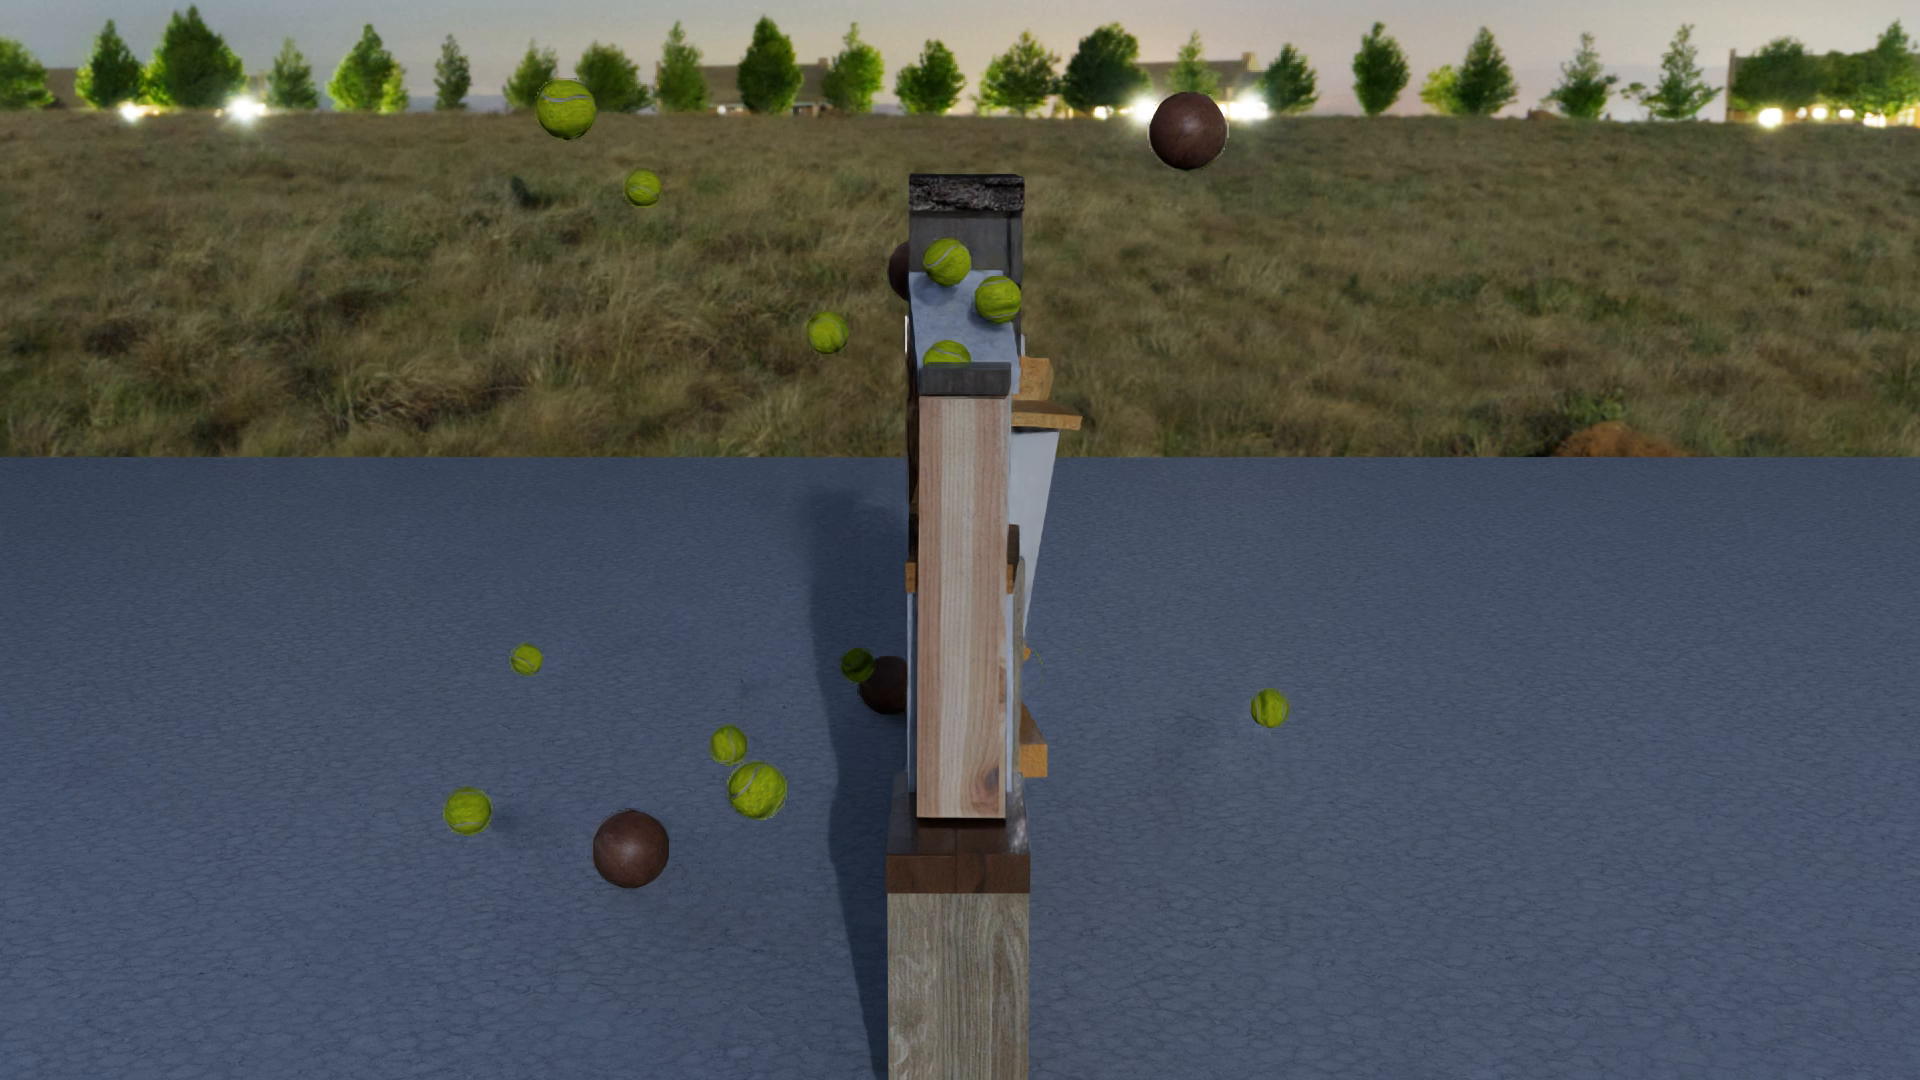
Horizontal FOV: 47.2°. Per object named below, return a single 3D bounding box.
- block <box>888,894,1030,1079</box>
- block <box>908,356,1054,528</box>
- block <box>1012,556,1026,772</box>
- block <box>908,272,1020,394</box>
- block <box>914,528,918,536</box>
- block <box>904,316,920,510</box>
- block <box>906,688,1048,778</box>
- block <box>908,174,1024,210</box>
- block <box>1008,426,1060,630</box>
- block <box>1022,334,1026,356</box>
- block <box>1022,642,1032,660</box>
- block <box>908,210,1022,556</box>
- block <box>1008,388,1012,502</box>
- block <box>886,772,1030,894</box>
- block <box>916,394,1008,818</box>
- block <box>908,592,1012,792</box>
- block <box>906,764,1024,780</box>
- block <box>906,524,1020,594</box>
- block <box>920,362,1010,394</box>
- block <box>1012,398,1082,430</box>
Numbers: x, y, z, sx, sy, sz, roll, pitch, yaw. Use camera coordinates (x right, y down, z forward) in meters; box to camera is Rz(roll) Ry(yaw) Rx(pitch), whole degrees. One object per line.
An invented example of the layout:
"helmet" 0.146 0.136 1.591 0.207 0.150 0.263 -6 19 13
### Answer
"block" -0.002 0.586 2.741 0.173 0.346 0.049 0 11 0
"block" 0.034 -0.145 3.279 0.149 0.297 0.042 5 -32 17
"block" 0.014 0.279 3.090 0.136 0.516 0.039 1 10 -4
"block" 0.003 -0.315 3.309 0.148 0.042 0.297 -1 35 -4
"block" -0.001 -0.014 3.343 0.123 0.035 0.247 -1 11 -4
"block" -0.009 -0.197 3.412 0.148 0.297 0.042 -1 -1 -5
"block" 0.020 0.287 3.302 0.171 0.048 0.341 -1 11 -7
"block" 0.007 -0.565 3.562 0.178 0.050 0.355 0 10 -1
"block" 0.082 -0.019 3.154 0.072 0.316 0.020 10 -2 -5
"block" 0.032 -0.099 4.396 0.143 0.637 0.041 5 8 2
"block" 0.057 0.146 3.162 0.063 0.018 0.127 9 9 -11
"block" 0.007 -0.201 3.509 0.178 0.644 0.050 0 9 -1
"block" 0.010 -0.094 2.912 0.112 0.223 0.032 1 -22 4
"block" -0.002 0.371 2.818 0.173 0.049 0.346 0 11 0
"block" 0.004 0.082 2.791 0.112 0.535 0.032 0 -3 3
"block" 0.000 0.194 2.886 0.136 0.273 0.039 0 10 0
"block" 0.006 0.500 3.220 0.171 0.341 0.048 0 10 -2
"block" 0.007 0.023 2.948 0.136 0.039 0.273 1 11 3
"block" 0.010 -0.212 2.881 0.112 0.032 0.223 1 7 2
"block" 0.094 -0.180 3.118 0.143 0.020 0.072 2 18 -31
